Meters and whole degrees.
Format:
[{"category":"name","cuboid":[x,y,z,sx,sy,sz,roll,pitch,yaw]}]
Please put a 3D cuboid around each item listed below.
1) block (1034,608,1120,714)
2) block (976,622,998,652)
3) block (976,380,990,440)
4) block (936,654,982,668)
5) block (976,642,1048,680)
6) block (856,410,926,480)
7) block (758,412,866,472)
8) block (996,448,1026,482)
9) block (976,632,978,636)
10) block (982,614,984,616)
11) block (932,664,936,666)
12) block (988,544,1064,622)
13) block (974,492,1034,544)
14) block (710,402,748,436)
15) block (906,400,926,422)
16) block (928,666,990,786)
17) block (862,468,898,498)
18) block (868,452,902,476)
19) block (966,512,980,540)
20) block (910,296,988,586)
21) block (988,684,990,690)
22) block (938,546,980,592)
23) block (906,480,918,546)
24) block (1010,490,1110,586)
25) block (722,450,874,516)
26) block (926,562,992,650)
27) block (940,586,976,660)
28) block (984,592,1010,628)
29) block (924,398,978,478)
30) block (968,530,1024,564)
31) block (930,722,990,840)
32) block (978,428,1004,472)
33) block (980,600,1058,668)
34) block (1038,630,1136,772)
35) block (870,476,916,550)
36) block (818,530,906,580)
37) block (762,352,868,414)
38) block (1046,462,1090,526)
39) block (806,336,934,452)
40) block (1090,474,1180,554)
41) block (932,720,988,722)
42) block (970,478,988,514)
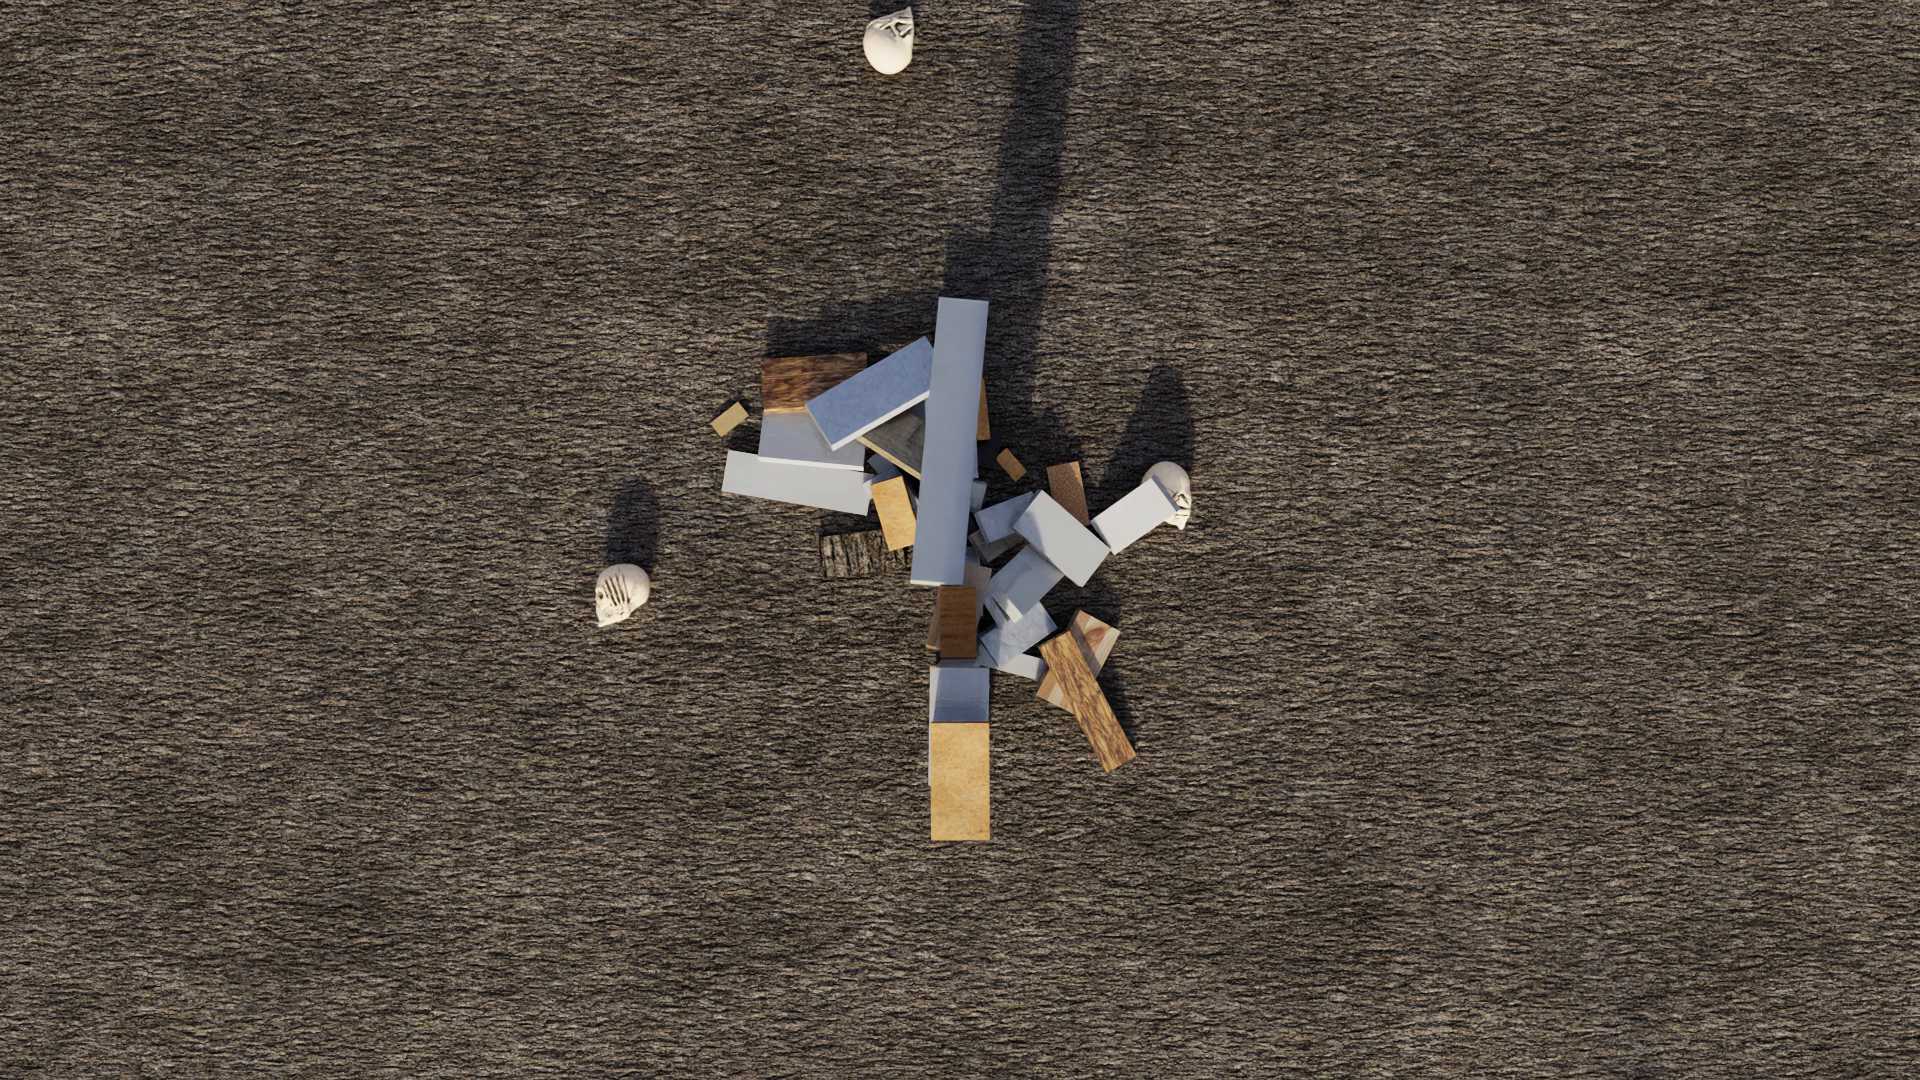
[{"category":"block","cuboid":[0.386,0.404,5.459,0.157,0.044,0.314,28,89,-12]},{"category":"block","cuboid":[0.089,0.336,5.490,0.143,0.020,0.072,-35,90,0]},{"category":"block","cuboid":[0.038,-0.428,5.448,0.104,0.029,0.207,-5,68,0]},{"category":"block","cuboid":[-0.003,0.404,5.343,0.118,0.236,0.033,-1,96,8]},{"category":"block","cuboid":[0.205,0.413,5.477,0.305,0.020,0.072,15,91,-4]},{"category":"block","cuboid":[-0.175,-0.324,5.413,0.327,0.046,0.163,33,68,5]},{"category":"block","cuboid":[-0.483,-0.334,5.454,0.347,0.049,0.174,5,75,0]},{"category":"block","cuboid":[0.170,-0.250,5.493,0.052,0.015,0.104,-40,90,0]},{"category":"block","cuboid":[0.001,0.344,5.454,0.072,0.021,0.145,22,118,-4]},{"category":"block","cuboid":[0.001,0.209,5.355,0.144,0.287,0.041,0,95,0]},{"category":"block","cuboid":[-0.021,0.424,5.446,0.143,0.072,0.020,0,90,15]},{"category":"block","cuboid":[0.213,0.128,5.365,0.157,0.314,0.044,49,130,0]},{"category":"block","cuboid":[0.163,-0.074,5.430,0.215,0.030,0.108,-21,85,-24]},{"category":"block","cuboid":[-0.766,-0.401,5.492,0.117,0.017,0.059,-38,90,0]},{"category":"block","cuboid":[-0.121,-0.432,5.485,0.103,0.029,0.207,27,90,0]},{"category":"block","cuboid":[-0.003,0.539,4.776,0.170,0.048,0.340,1,90,0]},{"category":"block","cuboid":[-0.260,-0.188,5.460,0.117,0.017,0.058,-29,99,-12]},{"category":"block","cuboid":[-0.249,-0.238,5.492,0.059,0.017,0.117,-41,90,0]},{"category":"block","cuboid":[-0.028,-0.093,5.443,0.104,0.029,0.208,-26,106,17]},{"category":"block","cuboid":[-0.031,-0.322,5.290,0.163,0.046,0.960,5,74,1]},{"category":"block","cuboid":[-0.001,0.436,4.970,0.170,0.340,0.048,9,90,0]},{"category":"block","cuboid":[-0.004,0.107,5.362,0.144,0.287,0.041,-4,117,0]},{"category":"block","cuboid":[-0.160,-0.083,5.455,0.104,0.029,0.208,-35,90,18]},{"category":"block","cuboid":[0.330,-0.006,5.428,0.314,0.044,0.157,40,82,-14]},{"category":"block","cuboid":[-0.538,-0.190,5.480,0.488,0.039,0.139,10,90,0]},{"category":"block","cuboid":[-0.003,0.213,5.186,0.144,0.041,0.287,13,75,4]},{"category":"block","cuboid":[-0.006,0.258,5.135,0.113,0.032,0.226,-1,74,0]},{"category":"block","cuboid":[0.128,0.206,5.381,0.033,0.236,0.118,-32,90,13]},{"category":"block","cuboid":[-0.028,-0.355,5.377,0.163,0.046,0.327,-3,67,3]},{"category":"block","cuboid":[0.140,-0.021,5.442,0.215,0.030,0.108,-33,90,-24]},{"category":"block","cuboid":[0.000,0.644,4.418,0.156,0.044,0.311,0,90,0]},{"category":"block","cuboid":[0.097,-0.302,5.478,0.067,0.019,0.134,15,80,1]},{"category":"block","cuboid":[0.193,0.310,5.458,0.236,0.033,0.118,-34,87,-11]},{"category":"block","cuboid":[0.419,0.532,5.437,0.113,0.032,0.483,-30,100,-8]},{"category":"block","cuboid":[-0.209,-0.088,5.426,0.113,0.032,0.226,-16,95,10]},{"category":"block","cuboid":[-0.326,0.042,5.480,0.277,0.039,0.139,-8,90,0]},{"category":"block","cuboid":[-0.476,-0.518,5.449,0.347,0.049,0.174,-4,77,-3]},{"category":"block","cuboid":[0.359,-0.146,5.485,0.108,0.030,0.215,-11,90,0]},{"category":"block","cuboid":[-0.264,-0.480,5.386,0.455,0.049,0.174,-30,74,-9]},{"category":"block","cuboid":[0.572,-0.082,5.409,0.277,0.039,0.139,-37,90,32]},{"category":"block","cuboid":[0.000,0.541,4.596,0.156,0.311,0.044,0,90,0]},{"category":"block","cuboid":[-0.023,-0.164,5.447,0.208,0.029,0.104,15,112,1]}]
